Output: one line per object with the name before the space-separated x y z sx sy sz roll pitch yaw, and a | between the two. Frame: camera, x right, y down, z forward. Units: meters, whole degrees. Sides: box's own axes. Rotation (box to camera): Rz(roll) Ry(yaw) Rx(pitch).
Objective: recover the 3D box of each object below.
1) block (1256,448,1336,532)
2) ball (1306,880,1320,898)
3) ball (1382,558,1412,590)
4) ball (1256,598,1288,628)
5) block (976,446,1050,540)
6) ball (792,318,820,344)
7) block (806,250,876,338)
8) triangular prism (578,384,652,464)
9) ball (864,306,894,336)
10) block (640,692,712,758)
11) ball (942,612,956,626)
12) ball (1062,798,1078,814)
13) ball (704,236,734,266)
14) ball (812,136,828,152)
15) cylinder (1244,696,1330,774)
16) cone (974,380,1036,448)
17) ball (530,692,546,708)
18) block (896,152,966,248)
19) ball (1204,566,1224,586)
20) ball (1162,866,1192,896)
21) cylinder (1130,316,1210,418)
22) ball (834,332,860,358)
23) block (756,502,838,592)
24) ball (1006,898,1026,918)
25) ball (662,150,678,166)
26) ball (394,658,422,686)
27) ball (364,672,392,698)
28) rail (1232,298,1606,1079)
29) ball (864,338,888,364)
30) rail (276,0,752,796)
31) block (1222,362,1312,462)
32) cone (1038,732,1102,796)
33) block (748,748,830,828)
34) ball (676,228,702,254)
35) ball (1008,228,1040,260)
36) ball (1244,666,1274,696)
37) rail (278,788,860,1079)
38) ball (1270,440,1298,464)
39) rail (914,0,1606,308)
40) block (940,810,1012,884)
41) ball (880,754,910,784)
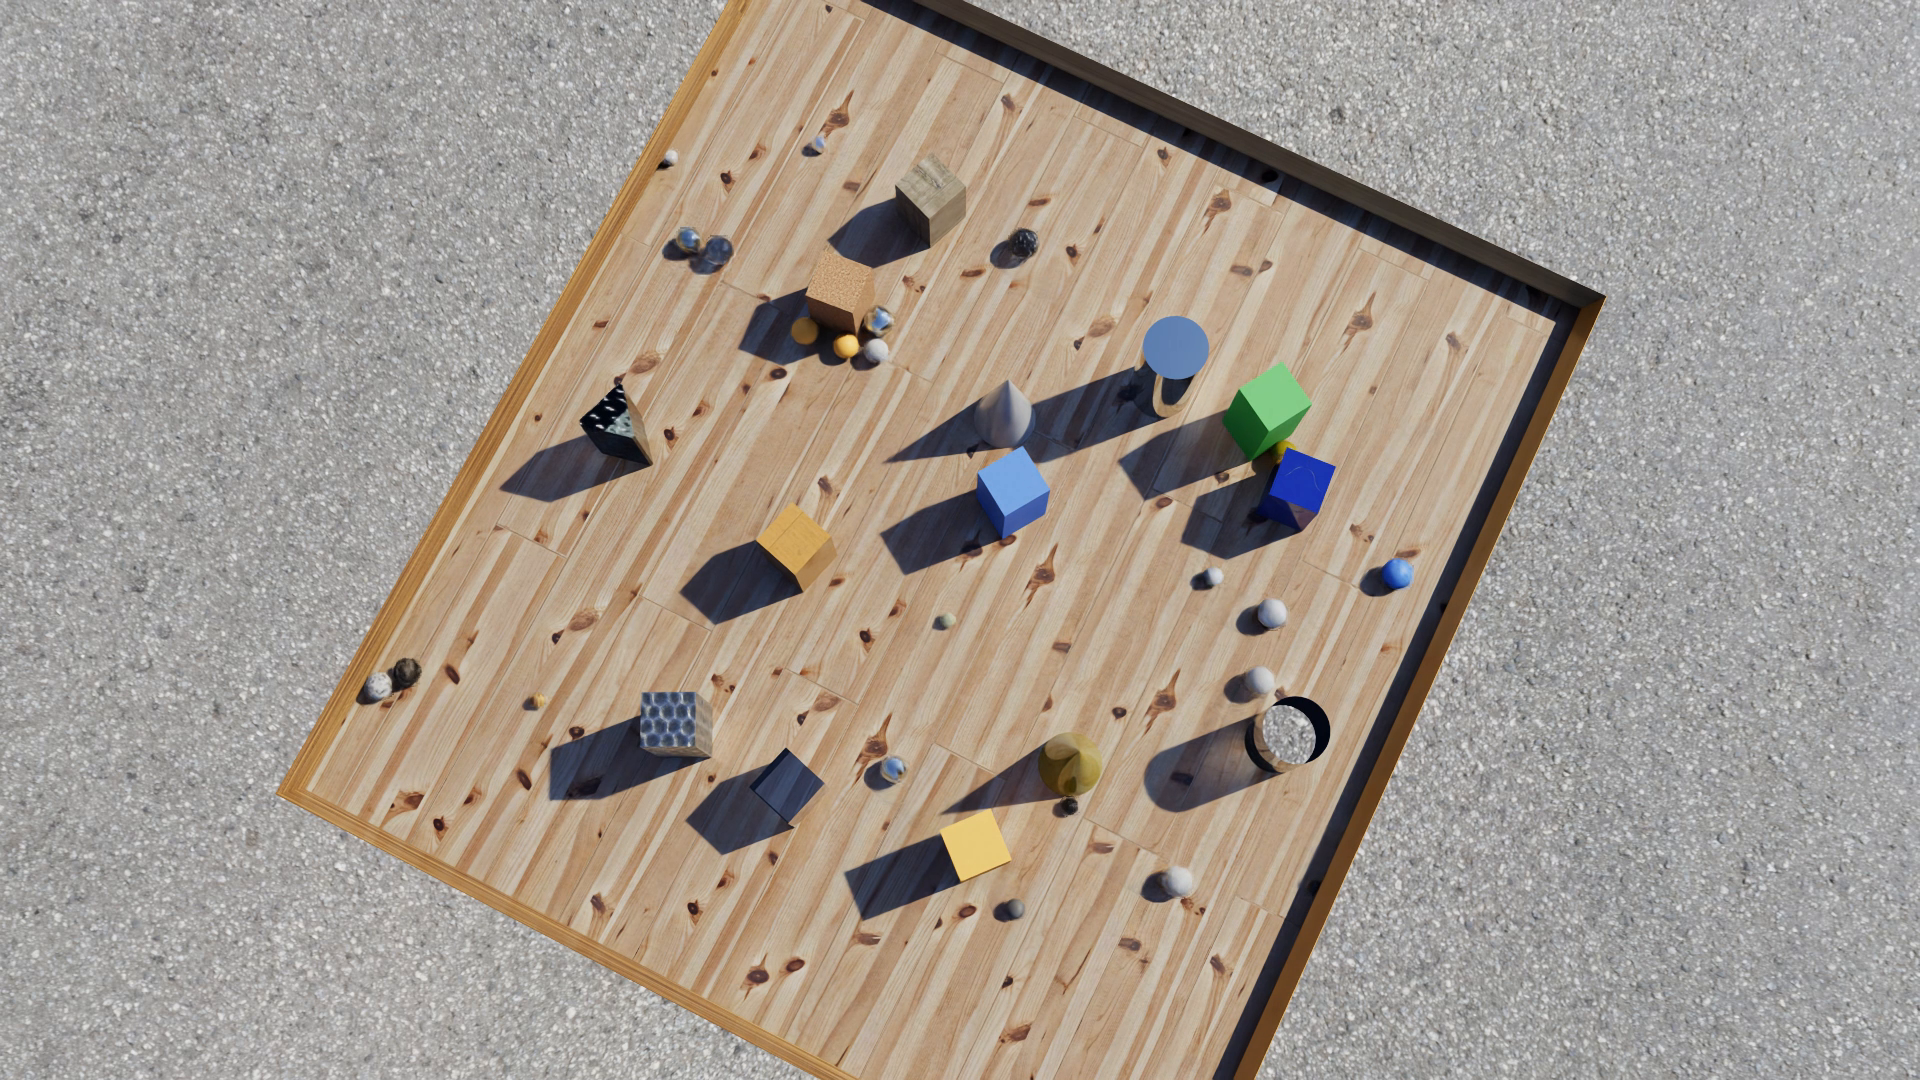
block | 1.008 -0.150 5.515 0.154 0.258 0.154 22 79 4
ball | 1.039 1.026 5.379 0.050 0.050 0.050 0 78 0
ball | 1.323 0.103 5.548 0.093 0.093 0.093 0 78 0
ball | 0.941 0.220 5.524 0.091 0.091 0.091 0 78 0
block | 0.156 -0.138 5.477 0.154 0.329 0.154 -30 80 -6
ball | -0.481 -0.651 5.707 0.086 0.086 0.086 0 78 0
block | -0.366 -0.753 5.642 0.154 0.254 0.154 21 79 4
triangular prism | -1.012 -0.355 5.517 0.166 0.339 0.144 15 79 3
ball | -0.253 -0.683 5.709 0.096 0.096 0.096 0 78 0
block | -0.819 0.540 5.320 0.154 0.362 0.154 -1 78 0
ball | -0.035 0.241 5.544 0.045 0.045 0.045 0 78 0
ball | 0.327 0.789 5.428 0.049 0.049 0.049 0 78 0
ball | -0.757 -0.909 5.758 0.091 0.091 0.091 0 78 0
ball | -0.448 -1.265 5.852 0.051 0.051 0.051 0 78 0
cylinder | 0.949 0.569 5.328 0.192 0.334 0.192 0 78 0
cone | 0.140 -0.421 5.487 0.192 0.424 0.192 0 78 0
ball | -1.265 0.481 5.494 0.045 0.045 0.045 0 78 0
block | -0.090 -1.056 5.709 0.154 0.248 0.154 -43 81 -8
ball | 0.769 0.111 5.563 0.060 0.060 0.060 0 78 0
ball | 0.635 0.998 5.364 0.090 0.090 0.090 0 78 0
cylinder | 0.625 -0.515 5.509 0.192 0.419 0.192 0 78 0
ball | -0.354 -0.605 5.701 0.079 0.079 0.079 0 78 0
block | -0.483 0.024 5.462 0.154 0.292 0.154 41 81 8
ball | 0.162 1.078 5.364 0.058 0.058 0.058 0 78 0
ball | -0.923 -1.219 5.842 0.052 0.052 0.052 0 78 0
ball | -1.656 0.395 5.493 0.081 0.081 0.081 0 78 0
ball | -1.740 0.436 5.485 0.080 0.080 0.080 0 78 0
rail | 1.270 0.628 5.422 0.045 0.125 3.147 26 80 5
ball | -0.259 -0.588 5.699 0.076 0.076 0.076 0 78 0
rail | -1.270 -0.615 5.679 0.045 0.125 3.147 26 80 5
block | 0.919 -0.382 5.512 0.154 0.360 0.154 -32 80 -6
cone | 0.330 0.626 5.263 0.192 0.439 0.192 0 78 0
block | -0.494 0.724 5.346 0.154 0.236 0.154 42 81 8
ball | -0.853 -0.943 5.771 0.080 0.080 0.080 0 78 0
ball | 0.202 -0.931 5.760 0.096 0.096 0.096 0 78 0
ball | 0.896 0.423 5.484 0.089 0.089 0.089 0 78 0
rail | -0.693 1.364 5.270 2.887 0.125 0.045 26 80 5
ball | 0.995 -0.263 5.628 0.085 0.085 0.085 0 78 0
rail | 0.693 -1.351 5.831 2.887 0.125 0.045 26 80 5
block | 0.044 0.883 5.272 0.154 0.316 0.154 -22 79 -4
ball | -0.193 0.679 5.433 0.085 0.085 0.085 0 78 0
